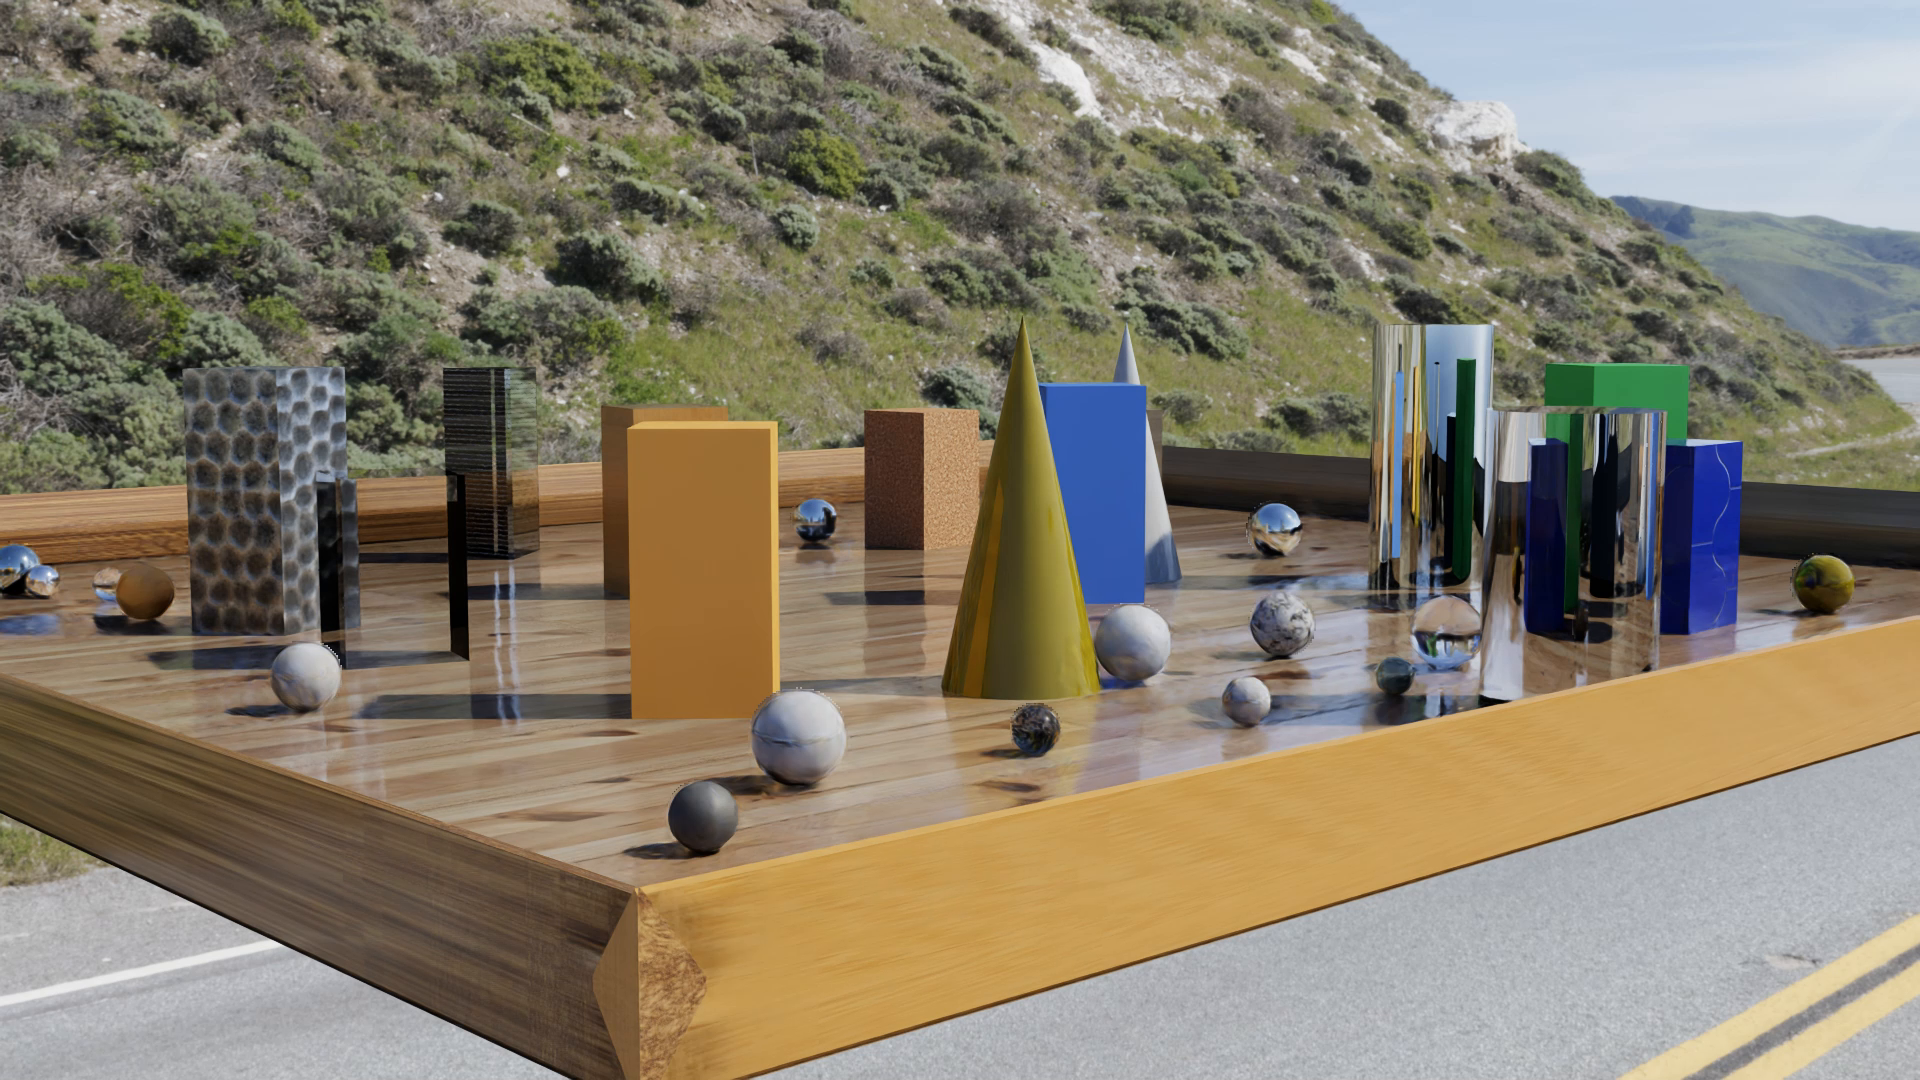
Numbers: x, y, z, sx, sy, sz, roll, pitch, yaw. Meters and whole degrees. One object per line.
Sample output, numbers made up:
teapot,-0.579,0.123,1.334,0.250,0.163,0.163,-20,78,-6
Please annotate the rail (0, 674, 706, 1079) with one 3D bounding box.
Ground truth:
rail,-1.139,0.142,2.287,0.045,0.125,2.887,-6,8,-42

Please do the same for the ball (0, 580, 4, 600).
ball,-1.426,0.072,3.176,0.081,0.081,0.081,0,6,0

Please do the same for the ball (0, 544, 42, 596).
ball,-1.474,0.046,3.428,0.080,0.080,0.080,0,6,0

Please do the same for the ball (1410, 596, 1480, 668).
ball,0.604,0.114,2.726,0.091,0.091,0.091,0,6,0

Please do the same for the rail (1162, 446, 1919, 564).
rail,1.139,-0.078,4.377,0.045,0.125,2.887,-6,8,-42

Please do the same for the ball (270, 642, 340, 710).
ball,-0.727,0.152,2.442,0.076,0.076,0.076,0,6,0

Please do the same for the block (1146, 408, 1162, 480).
block,0.296,-0.136,4.355,0.154,0.248,0.154,-2,6,-22

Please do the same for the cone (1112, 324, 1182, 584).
cone,0.274,-0.150,3.645,0.192,0.424,0.192,0,6,0

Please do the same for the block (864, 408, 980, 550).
block,-0.072,-0.119,4.163,0.154,0.254,0.154,5,8,42

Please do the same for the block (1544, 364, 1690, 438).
block,0.992,-0.086,3.343,0.154,0.360,0.154,-1,6,-12

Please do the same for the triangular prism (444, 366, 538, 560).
triangular prism,-0.824,-0.144,4.000,0.166,0.339,0.144,4,7,35

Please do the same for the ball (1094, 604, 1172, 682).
ball,0.206,0.123,2.614,0.091,0.091,0.091,0,6,0

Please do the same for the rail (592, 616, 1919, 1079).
rail,0.963,0.142,2.294,3.147,0.125,0.045,-6,8,-42

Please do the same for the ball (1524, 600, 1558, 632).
ball,0.804,0.104,3.038,0.045,0.045,0.045,0,6,0

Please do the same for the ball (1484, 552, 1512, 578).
ball,0.881,0.041,3.603,0.043,0.043,0.043,0,6,0

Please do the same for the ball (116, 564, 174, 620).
ball,-1.168,0.075,3.153,0.079,0.079,0.079,0,6,0

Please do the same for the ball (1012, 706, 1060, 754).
ball,0.076,0.190,2.203,0.049,0.049,0.049,0,6,0

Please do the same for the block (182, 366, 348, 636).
block,-0.968,-0.059,3.079,0.154,0.362,0.154,2,6,20

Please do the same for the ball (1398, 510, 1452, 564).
ball,0.816,-0.006,3.856,0.093,0.093,0.093,0,6,0

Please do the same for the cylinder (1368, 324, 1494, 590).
cylinder,0.763,-0.139,3.564,0.192,0.419,0.192,0,6,0

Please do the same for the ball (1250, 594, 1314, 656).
ball,0.414,0.109,2.825,0.080,0.080,0.080,0,6,0

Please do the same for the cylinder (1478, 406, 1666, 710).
cylinder,0.676,0.023,2.433,0.192,0.334,0.192,0,6,0

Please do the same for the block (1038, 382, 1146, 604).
block,0.191,-0.075,3.385,0.154,0.329,0.154,-1,6,-10

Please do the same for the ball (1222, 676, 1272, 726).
ball,0.307,0.173,2.357,0.052,0.052,0.052,0,6,0

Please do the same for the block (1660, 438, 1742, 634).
block,0.994,-0.010,3.106,0.154,0.258,0.154,6,8,43

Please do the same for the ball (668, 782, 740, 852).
ball,-0.211,0.227,1.809,0.058,0.058,0.058,0,6,0

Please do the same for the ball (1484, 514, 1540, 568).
ball,0.948,0.002,3.772,0.096,0.096,0.096,0,6,0

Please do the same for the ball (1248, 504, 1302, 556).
ball,0.569,-0.019,3.966,0.096,0.096,0.096,0,6,0

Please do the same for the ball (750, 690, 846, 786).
ball,-0.151,0.185,2.056,0.090,0.090,0.090,0,6,0

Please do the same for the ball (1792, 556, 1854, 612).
ball,1.267,0.065,3.227,0.085,0.085,0.085,0,6,0

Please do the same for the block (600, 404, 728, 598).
block,-0.464,-0.064,3.461,0.154,0.292,0.154,-3,7,-27

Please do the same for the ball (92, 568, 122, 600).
ball,-1.299,0.068,3.362,0.050,0.050,0.050,0,6,0

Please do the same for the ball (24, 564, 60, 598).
ball,-1.417,0.064,3.395,0.051,0.051,0.051,0,6,0

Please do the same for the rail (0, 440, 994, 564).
rail,-0.963,-0.077,4.370,3.147,0.125,0.045,-6,8,-42

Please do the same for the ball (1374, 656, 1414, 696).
ball,0.502,0.157,2.540,0.045,0.045,0.045,0,6,0

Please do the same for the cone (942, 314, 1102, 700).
cone,0.073,-0.046,2.581,0.192,0.439,0.192,0,6,0

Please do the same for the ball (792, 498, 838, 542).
ball,-0.277,-0.037,4.195,0.085,0.085,0.085,0,6,0

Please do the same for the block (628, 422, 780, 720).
block,-0.283,0.029,2.456,0.154,0.316,0.154,0,6,-2

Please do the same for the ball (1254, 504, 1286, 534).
ball,0.611,-0.040,4.338,0.060,0.060,0.060,0,6,0

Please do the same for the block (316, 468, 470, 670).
block,-0.725,0.032,2.809,0.154,0.236,0.154,-3,7,-27
